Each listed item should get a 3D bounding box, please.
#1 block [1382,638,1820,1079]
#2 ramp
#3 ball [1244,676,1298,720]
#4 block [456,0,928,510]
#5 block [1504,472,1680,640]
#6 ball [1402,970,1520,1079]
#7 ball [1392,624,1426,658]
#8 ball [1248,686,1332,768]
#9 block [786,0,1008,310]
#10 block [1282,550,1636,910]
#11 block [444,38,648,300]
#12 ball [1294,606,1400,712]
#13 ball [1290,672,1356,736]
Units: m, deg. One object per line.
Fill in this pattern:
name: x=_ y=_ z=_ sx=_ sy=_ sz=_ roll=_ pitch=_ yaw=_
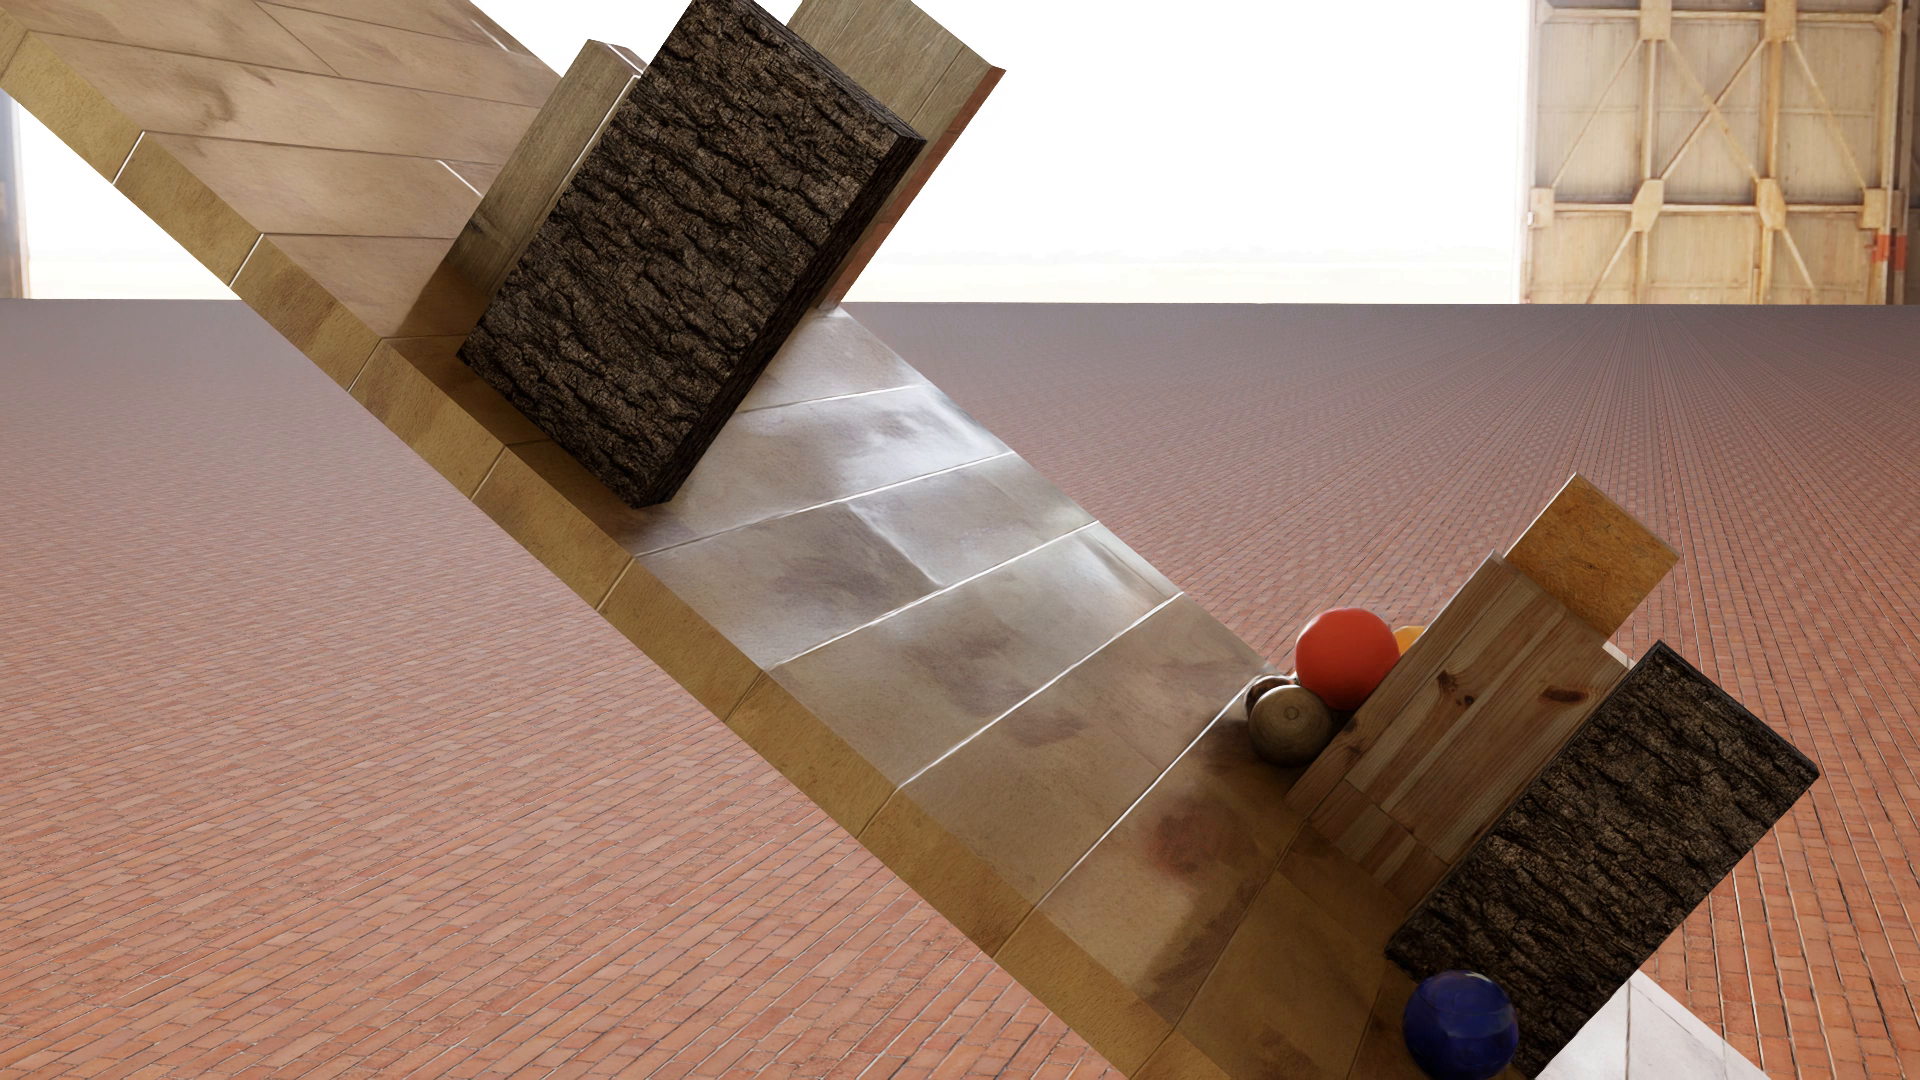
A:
block: x=1.062 y=0.539 z=3.680 sx=0.320 sy=0.703 sz=0.085 roll=40 pitch=16 yaw=9
ramp: x=-0.034 y=0.089 z=4.056 sx=4.000 sy=0.100 sz=2.000 roll=40 pitch=16 yaw=9
ball: x=0.631 y=0.332 z=4.400 sx=0.120 sy=0.120 sz=0.120 roll=0 pitch=7 yaw=0
block: x=-0.406 y=-0.432 z=3.274 sx=0.369 sy=0.686 sz=0.131 roll=40 pitch=16 yaw=9
block: x=1.035 y=0.251 z=4.274 sx=0.246 sy=0.786 sz=0.088 roll=40 pitch=16 yaw=9
ball: x=0.779 y=0.758 z=3.421 sx=0.177 sy=0.177 sz=0.177 roll=0 pitch=7 yaw=0
ball: x=0.930 y=0.261 z=4.487 sx=0.176 sy=0.176 sz=0.176 roll=0 pitch=7 yaw=0
ball: x=0.641 y=0.362 z=4.263 sx=0.161 sy=0.161 sz=0.161 roll=0 pitch=7 yaw=0
block: x=-0.274 y=-0.922 z=4.957 sx=0.441 sy=0.670 sz=0.123 roll=40 pitch=16 yaw=9
block: x=0.943 y=0.376 z=4.069 sx=0.390 sy=0.599 sz=0.124 roll=40 pitch=16 yaw=9
block: x=-0.547 y=-0.512 z=3.634 sx=0.422 sy=0.445 sz=0.149 roll=40 pitch=16 yaw=9
ball: x=0.760 y=0.234 z=4.317 sx=0.205 sy=0.205 sz=0.205 roll=0 pitch=7 yaw=0
ball: x=0.759 y=0.340 z=4.499 sx=0.203 sy=0.203 sz=0.203 roll=0 pitch=7 yaw=0
